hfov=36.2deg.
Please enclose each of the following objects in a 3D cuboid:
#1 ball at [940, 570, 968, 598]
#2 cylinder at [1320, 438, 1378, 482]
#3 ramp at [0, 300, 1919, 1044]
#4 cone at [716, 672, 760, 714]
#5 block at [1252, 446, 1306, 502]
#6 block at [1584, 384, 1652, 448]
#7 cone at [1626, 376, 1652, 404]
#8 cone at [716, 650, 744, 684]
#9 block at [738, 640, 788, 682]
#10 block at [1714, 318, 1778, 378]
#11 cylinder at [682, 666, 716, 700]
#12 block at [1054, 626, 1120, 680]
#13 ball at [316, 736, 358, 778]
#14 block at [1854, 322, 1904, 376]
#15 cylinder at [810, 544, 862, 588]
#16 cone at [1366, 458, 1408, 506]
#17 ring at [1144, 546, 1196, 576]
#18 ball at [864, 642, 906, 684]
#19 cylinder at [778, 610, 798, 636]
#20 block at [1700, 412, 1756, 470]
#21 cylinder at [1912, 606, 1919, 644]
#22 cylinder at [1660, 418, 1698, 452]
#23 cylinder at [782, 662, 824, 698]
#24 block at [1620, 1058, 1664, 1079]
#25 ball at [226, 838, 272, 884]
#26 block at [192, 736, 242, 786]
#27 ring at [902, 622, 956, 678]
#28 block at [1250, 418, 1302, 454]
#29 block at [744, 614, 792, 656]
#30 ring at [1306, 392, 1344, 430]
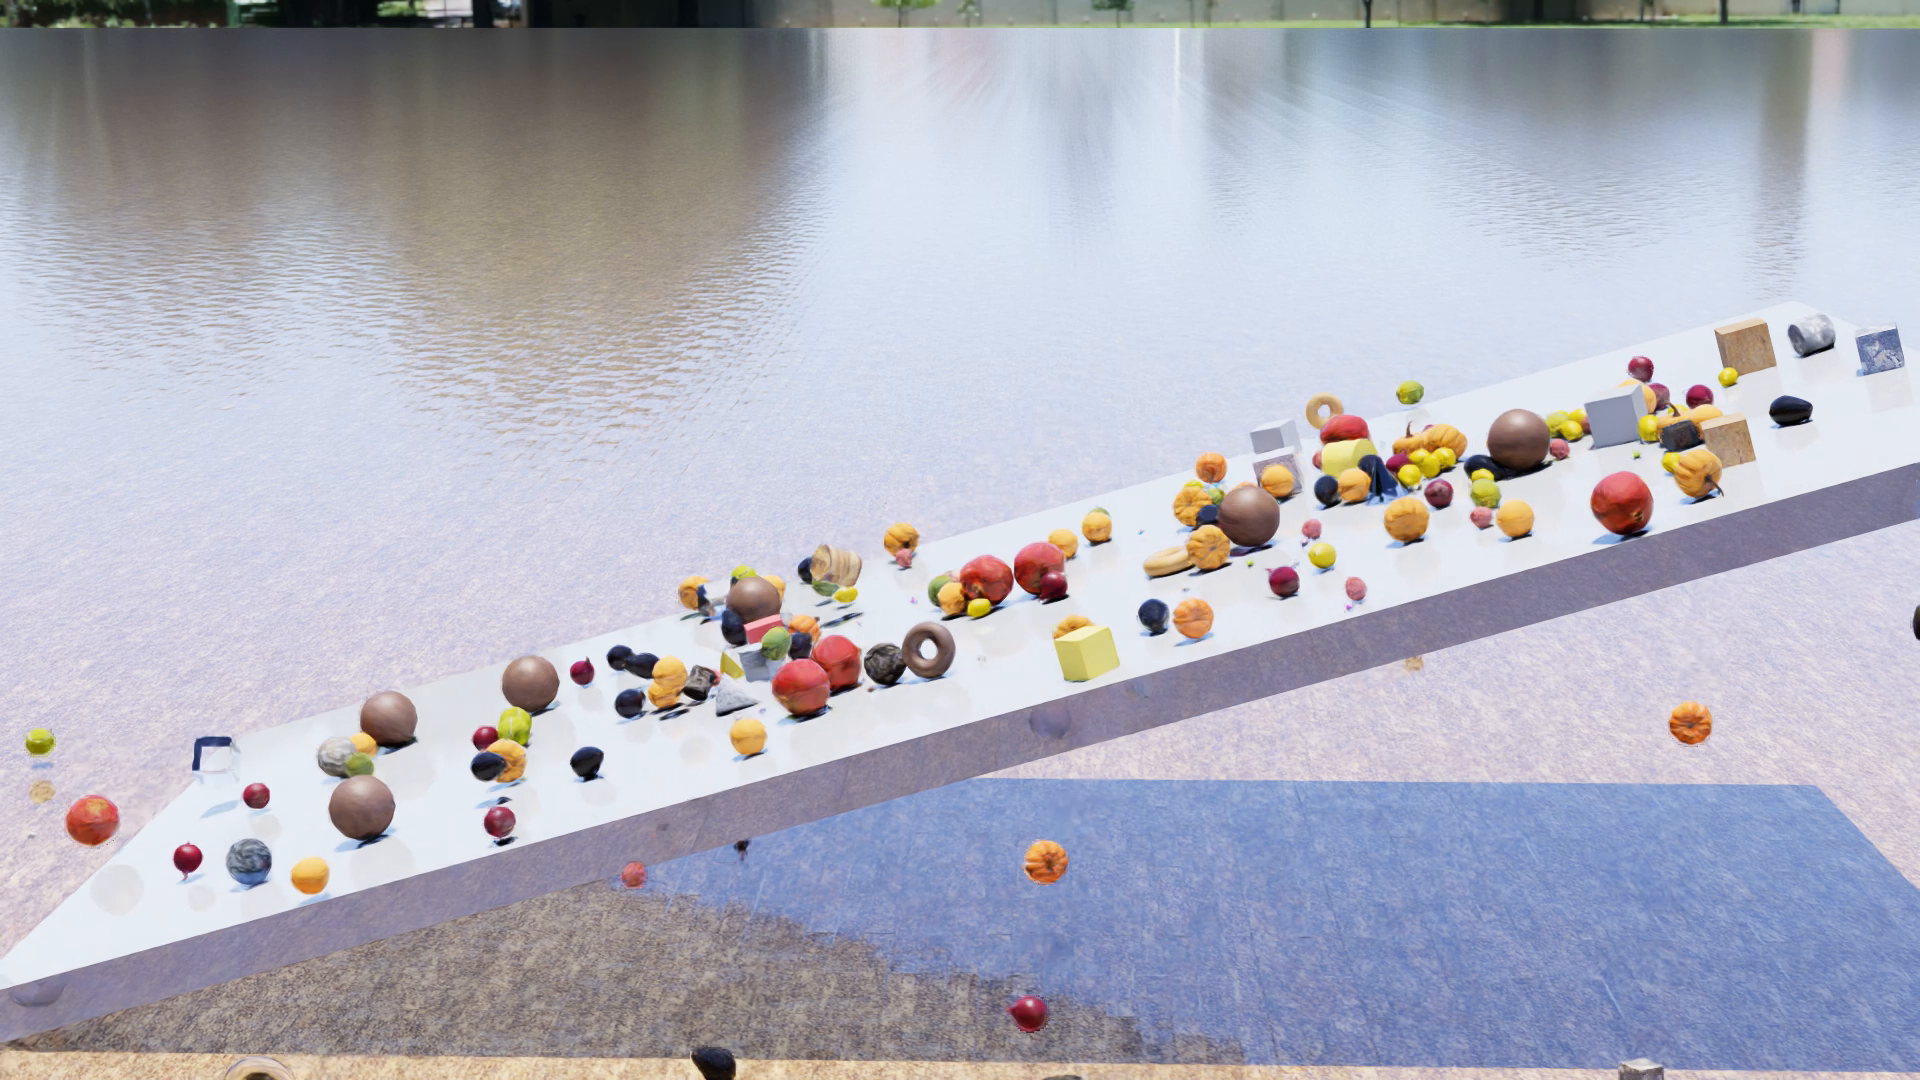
[{"bbox_3d":[-0.013,0.096,6.526,0.061,0.061,0.061,0,11,0],"label":"ball"},{"bbox_3d":[0.863,-0.175,6.509,0.090,0.090,0.090,-10,3,-43],"label":"cylinder"},{"bbox_3d":[0.089,0.188,6.322,4.000,0.100,2.000,-16,10,5],"label":"ramp"},{"bbox_3d":[-0.448,0.324,6.032,0.088,0.088,0.088,11,12,4],"label":"cone"},{"bbox_3d":[0.715,-0.149,6.599,0.093,0.093,0.093,-14,10,12],"label":"block"},{"bbox_3d":[1.367,-0.258,6.109,0.100,0.100,0.100,-11,11,28],"label":"block"},{"bbox_3d":[1.468,-0.329,6.425,0.072,0.072,0.072,-16,10,3],"label":"cone"},{"bbox_3d":[-0.504,0.267,6.363,0.066,0.066,0.066,-16,10,3],"label":"cone"},{"bbox_3d":[-0.420,0.257,6.281,0.066,0.066,0.066,-10,12,35],"label":"block"},{"bbox_3d":[1.722,-0.423,6.450,0.099,0.099,0.099,-15,10,7],"label":"block"},{"bbox_3d":[-0.551,0.302,6.215,0.054,0.054,0.054,5,55,25],"label":"cylinder"},{"bbox_3d":[0.234,0.209,5.431,0.077,0.077,0.077,-23,12,-32],"label":"block"},{"bbox_3d":[-1.384,0.482,6.541,0.092,0.092,0.092,0,11,0],"label":"ball"},{"bbox_3d":[1.894,-0.395,6.057,0.082,0.082,0.082,-13,10,20],"label":"block"},{"bbox_3d":[-0.279,0.059,6.623,0.083,0.083,0.083,14,1,-33],"label":"cylinder"},{"bbox_3d":[0.889,-0.131,6.205,0.095,0.095,0.095,-16,10,3],"label":"cone"},{"bbox_3d":[0.438,0.044,6.136,0.117,0.039,0.117,-17,10,3],"label":"ring"},{"bbox_3d":[-0.149,0.245,5.845,0.084,0.084,0.084,0,11,0],"label":"ball"},{"bbox_3d":[-0.406,0.195,6.638,0.055,0.055,0.055,-22,21,-31],"label":"cylinder"},{"bbox_3d":[1.465,-0.189,5.611,0.082,0.082,0.082,-14,10,13],"label":"block"},{"bbox_3d":[1.730,0.143,5.125,0.096,0.096,0.096,-5,-11,-23],"label":"cylinder"},{"bbox_3d":[1.433,-0.208,5.856,0.053,0.053,0.053,-23,16,-11],"label":"cylinder"},{"bbox_3d":[-0.320,0.285,5.982,0.059,0.059,0.059,-24,24,-39],"label":"cylinder"},{"bbox_3d":[1.225,0.969,5.287,0.054,0.054,0.054,-5,8,-25],"label":"block"},{"bbox_3d":[-1.386,0.627,5.737,0.090,0.090,0.090,0,11,0],"label":"ball"},{"bbox_3d":[-1.660,0.495,6.573,0.082,0.082,0.082,-3,-30,3],"label":"block"},{"bbox_3d":[-0.062,0.216,5.782,0.113,0.113,0.038,5,1,23],"label":"ring"},{"bbox_3d":[0.758,-0.236,7.051,0.083,0.083,0.083,-10,12,35],"label":"block"},{"bbox_3d":[-0.423,0.218,6.466,0.080,0.080,0.080,-18,10,-7],"label":"block"},{"bbox_3d":[0.892,-0.315,7.197,0.094,0.094,0.031,0,5,2],"label":"ring"}]
